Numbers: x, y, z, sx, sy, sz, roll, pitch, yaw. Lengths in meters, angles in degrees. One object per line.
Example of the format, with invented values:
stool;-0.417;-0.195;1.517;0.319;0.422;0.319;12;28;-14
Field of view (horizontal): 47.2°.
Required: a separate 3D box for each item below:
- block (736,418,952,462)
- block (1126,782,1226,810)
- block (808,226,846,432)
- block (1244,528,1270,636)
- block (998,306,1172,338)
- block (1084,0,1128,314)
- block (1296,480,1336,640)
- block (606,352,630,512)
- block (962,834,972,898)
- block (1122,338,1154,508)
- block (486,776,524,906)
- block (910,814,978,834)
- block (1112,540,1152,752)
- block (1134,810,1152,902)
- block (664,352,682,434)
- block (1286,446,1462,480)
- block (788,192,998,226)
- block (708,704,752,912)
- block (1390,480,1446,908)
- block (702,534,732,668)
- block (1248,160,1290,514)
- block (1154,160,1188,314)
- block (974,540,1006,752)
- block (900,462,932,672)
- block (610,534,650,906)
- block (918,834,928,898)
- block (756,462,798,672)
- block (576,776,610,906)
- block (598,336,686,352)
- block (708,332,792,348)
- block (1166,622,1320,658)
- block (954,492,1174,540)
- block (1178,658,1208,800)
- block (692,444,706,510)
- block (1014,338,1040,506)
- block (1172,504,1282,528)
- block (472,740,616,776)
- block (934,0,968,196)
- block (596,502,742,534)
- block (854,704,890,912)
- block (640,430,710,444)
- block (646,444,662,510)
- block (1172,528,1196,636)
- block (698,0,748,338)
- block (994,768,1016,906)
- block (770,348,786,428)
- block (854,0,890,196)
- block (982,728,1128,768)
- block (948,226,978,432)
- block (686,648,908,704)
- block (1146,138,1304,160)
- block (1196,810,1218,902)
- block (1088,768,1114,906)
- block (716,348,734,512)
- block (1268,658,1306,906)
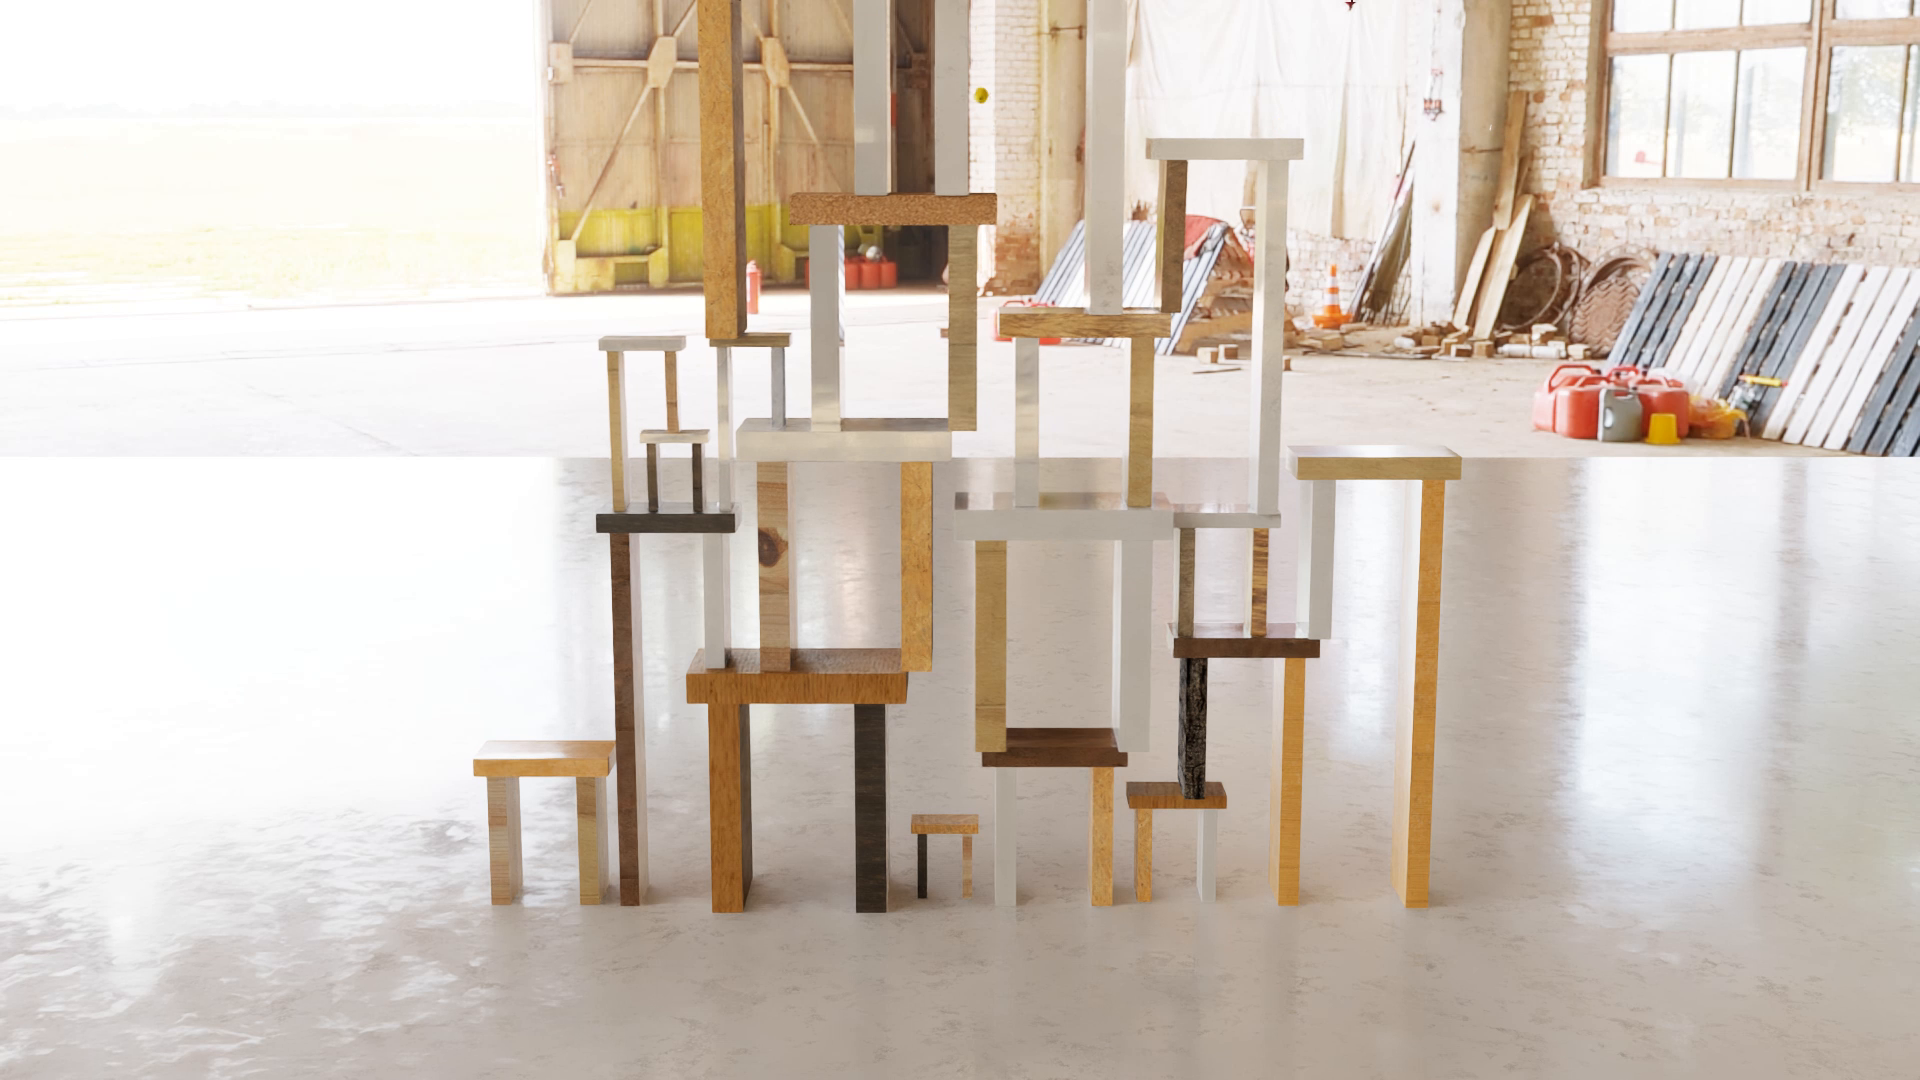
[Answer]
block;-0.182;-0.162;3.534;0.339;0.048;0.170;0;11;0
block;0.357;0.422;3.638;0.159;0.023;0.080;0;11;0
block;-0.210;-0.342;3.495;0.045;0.320;0.160;0;11;0
block;0.481;0.060;3.574;0.025;0.175;0.088;0;11;0
block;0.195;-0.347;3.501;0.268;0.038;0.134;0;11;0
block;0.227;-0.632;3.442;0.051;0.543;0.180;0;11;0
block;0.576;0.020;3.559;0.037;0.258;0.129;0;11;0
block;-0.547;-0.178;3.525;0.019;0.256;0.066;-1;11;-1
block;0.012;0.534;3.664;0.016;0.112;0.056;0;11;0
block;0.286;-0.196;3.527;0.038;0.268;0.134;0;11;0
block;-0.755;0.483;3.648;0.031;0.219;0.109;0;11;0
block;-0.025;0.472;3.652;0.112;0.016;0.056;0;11;0
block;0.280;0.155;3.585;0.049;0.346;0.173;0;11;0
block;0.304;0.512;3.655;0.023;0.159;0.080;0;11;0
block;-0.458;-0.239;3.511;0.019;0.131;0.066;-1;11;-4
block;0.662;-0.125;3.532;0.258;0.037;0.129;0;11;0
block;-0.103;-0.522;3.462;0.320;0.045;0.160;0;11;0
block;-0.378;0.418;3.632;0.050;0.351;0.176;0;11;0
block;0.748;0.242;3.600;0.037;0.709;0.129;0;11;0
block;-0.394;0.088;3.572;0.031;0.221;0.111;0;11;0
block;0.490;-0.324;3.501;0.033;0.555;0.118;0;11;0
block;0.332;-0.482;3.476;0.033;0.236;0.118;1;11;-1
block;0.049;0.155;3.585;0.049;0.346;0.173;0;11;0
block;-0.069;0.028;3.570;0.048;0.339;0.170;0;11;0
block;-0.542;0.285;3.608;0.031;0.622;0.111;0;11;0
block;-0.062;0.534;3.664;0.016;0.112;0.056;0;11;0
block;-0.296;0.028;3.570;0.048;0.339;0.170;0;11;0
block;-0.609;0.483;3.648;0.031;0.219;0.109;0;11;0
block;-0.505;-0.313;3.499;0.131;0.019;0.066;0;11;0
block;-0.332;-0.318;3.494;0.128;0.018;0.064;0;11;0
block;0.461;0.163;3.591;0.236;0.033;0.118;0;11;0
block;0.164;-0.039;3.550;0.346;0.049;0.173;0;11;0
block;0.382;0.295;3.615;0.033;0.236;0.118;0;11;0
block;-0.420;-0.106;3.537;0.015;0.109;0.054;0;11;0
block;0.106;-0.197;3.529;0.038;0.268;0.134;0;11;0
block;0.425;-0.039;3.556;0.176;0.025;0.088;0;11;0
block;-0.682;0.360;3.626;0.219;0.031;0.109;0;11;0
block;-0.013;-0.721;3.424;0.051;0.360;0.180;0;11;0
block;-0.468;-0.036;3.549;0.221;0.031;0.111;0;11;0
block;-0.144;0.418;3.632;0.050;0.351;0.176;0;11;0
block;-0.456;-0.166;3.524;0.109;0.015;0.054;0;11;-2
block;-0.492;-0.106;3.536;0.015;0.109;0.054;-1;11;-1
block;0.364;0.060;3.574;0.025;0.176;0.088;0;11;0
block;-0.372;-0.610;3.449;0.050;0.573;0.176;0;11;0
block;0.075;0.474;3.647;0.034;0.237;0.118;0;11;0
block;-0.290;-0.247;3.510;0.018;0.128;0.064;0;11;0
block;-0.137;-0.719;3.430;0.050;0.353;0.176;0;11;0
block;0.154;0.341;3.621;0.237;0.034;0.118;0;11;0
block;0.004;-0.342;3.495;0.045;0.320;0.160;0;11;0
block;-0.261;0.221;3.596;0.351;0.050;0.176;0;11;0
block;0.413;-0.614;3.448;0.236;0.033;0.118;0;11;1
block;0.410;0.512;3.655;0.023;0.159;0.080;0;11;0
block;0.233;0.474;3.647;0.034;0.237;0.118;0;11;0
block;-0.375;-0.181;3.522;0.018;0.262;0.064;0;11;0
block;0.539;0.384;3.632;0.033;0.418;0.118;0;11;0
